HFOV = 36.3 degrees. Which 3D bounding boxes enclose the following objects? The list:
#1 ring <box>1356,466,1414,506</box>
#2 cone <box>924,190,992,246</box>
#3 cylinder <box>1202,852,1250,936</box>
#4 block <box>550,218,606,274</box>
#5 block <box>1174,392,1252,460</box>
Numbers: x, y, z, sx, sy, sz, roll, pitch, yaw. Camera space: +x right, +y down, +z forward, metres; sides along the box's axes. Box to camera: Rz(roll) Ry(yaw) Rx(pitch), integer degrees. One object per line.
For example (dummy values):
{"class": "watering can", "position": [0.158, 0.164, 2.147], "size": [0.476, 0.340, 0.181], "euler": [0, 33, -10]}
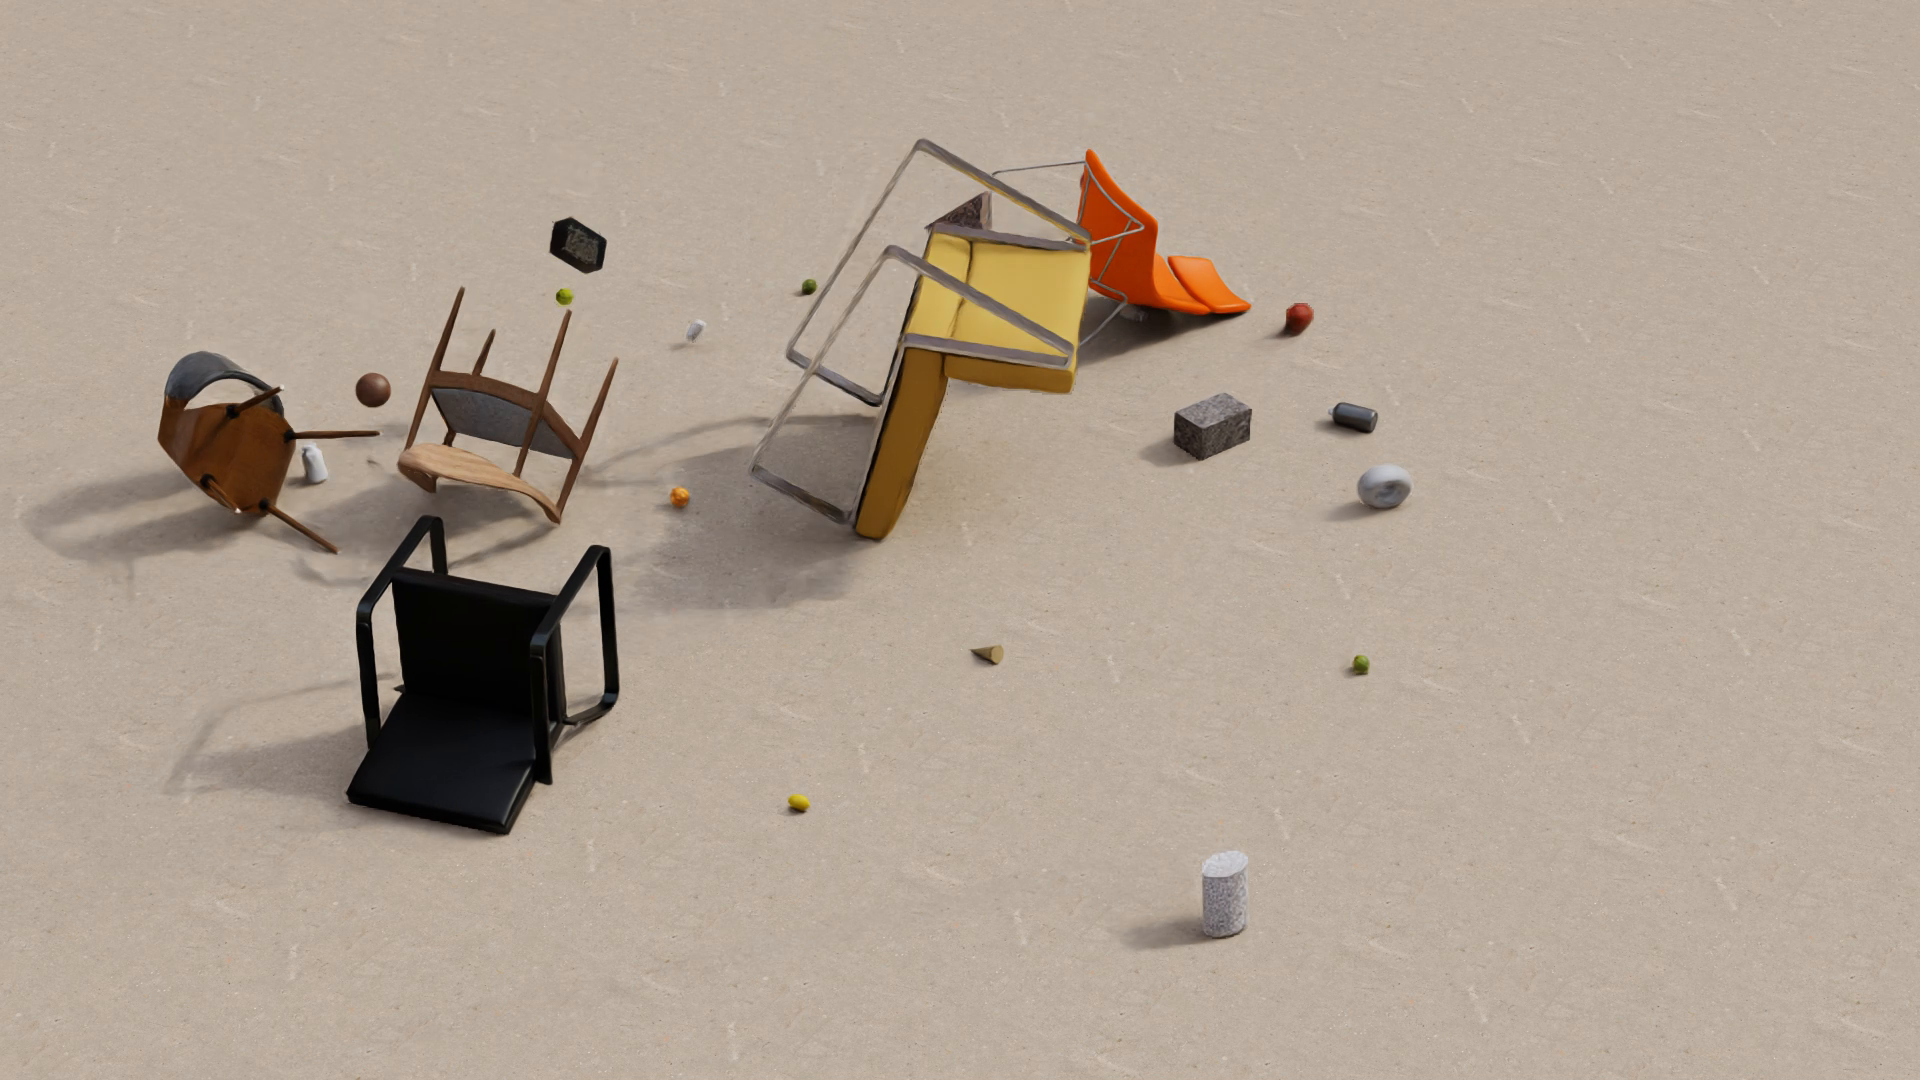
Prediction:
{"class": "ring", "position": [1.610, -0.206, 11.104], "size": [0.226, 0.170, 0.101], "euler": [-10, 55, -10]}
{"class": "cone", "position": [-0.025, -1.403, 12.988], "size": [0.311, 0.130, 0.264], "euler": [-7, 69, 23]}
{"class": "cylinder", "position": [0.821, 1.095, 9.073], "size": [0.165, 0.219, 0.119], "euler": [-23, 34, -32]}
{"class": "block", "position": [-1.491, -1.148, 11.446], "size": [0.092, 0.201, 0.131], "euler": [-12, 61, 37]}
{"class": "block", "position": [0.990, -0.446, 11.489], "size": [0.255, 0.146, 0.162], "euler": [-23, 40, -30]}
